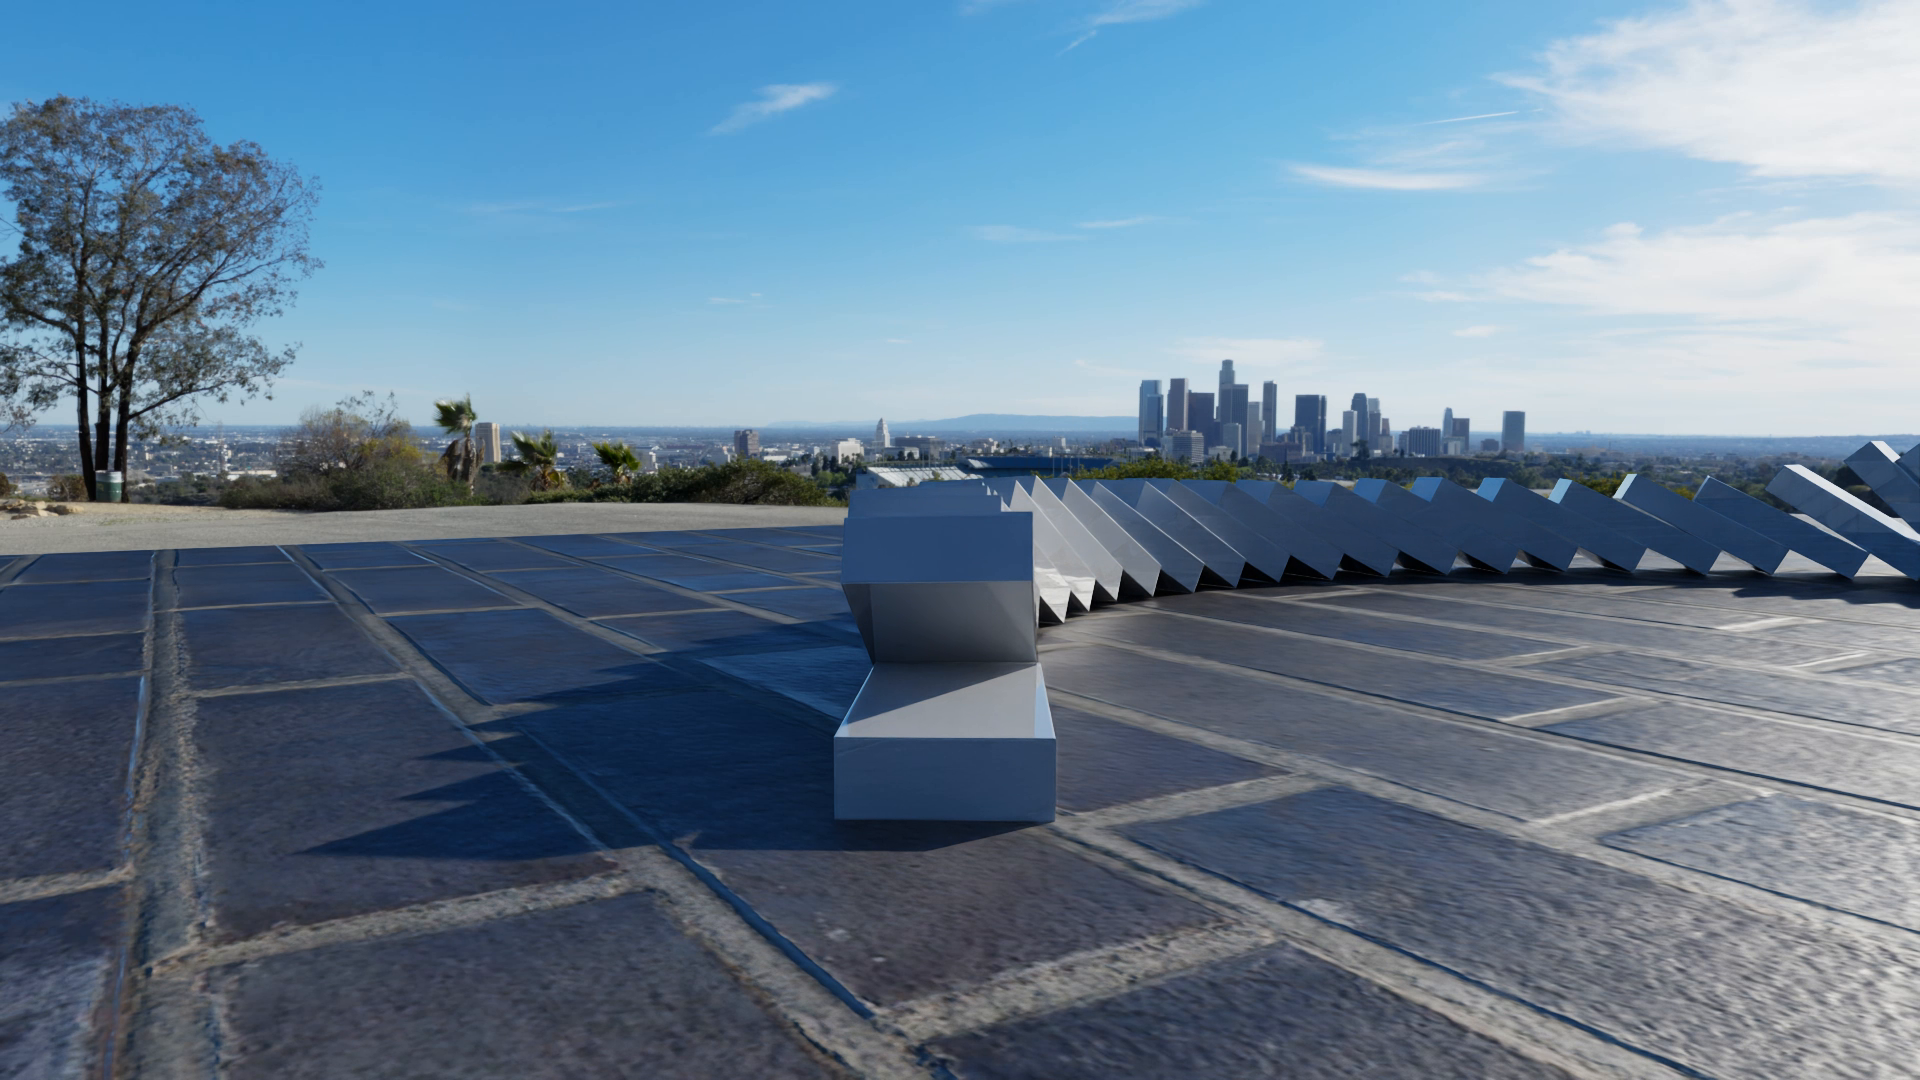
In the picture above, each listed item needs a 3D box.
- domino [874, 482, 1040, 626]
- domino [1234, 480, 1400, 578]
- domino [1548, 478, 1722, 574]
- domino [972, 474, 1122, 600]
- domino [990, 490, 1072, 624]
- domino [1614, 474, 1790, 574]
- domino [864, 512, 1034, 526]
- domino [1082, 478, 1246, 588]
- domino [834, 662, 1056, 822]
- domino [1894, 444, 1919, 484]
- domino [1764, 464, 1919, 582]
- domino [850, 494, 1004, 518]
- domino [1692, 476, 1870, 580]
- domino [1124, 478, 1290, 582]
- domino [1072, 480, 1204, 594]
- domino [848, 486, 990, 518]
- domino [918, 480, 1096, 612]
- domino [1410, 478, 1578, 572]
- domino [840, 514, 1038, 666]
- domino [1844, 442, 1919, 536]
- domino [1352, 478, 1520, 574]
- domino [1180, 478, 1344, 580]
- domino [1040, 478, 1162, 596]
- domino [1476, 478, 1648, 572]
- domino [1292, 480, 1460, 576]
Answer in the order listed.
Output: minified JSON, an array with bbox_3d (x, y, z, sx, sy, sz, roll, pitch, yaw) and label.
[{"bbox_3d":[-0.001,0.005,0.267,0.025,0.010,0.050,-3,-27,16],"label":"domino"},{"bbox_3d":[0.113,-0.004,0.414,0.050,0.009,0.025,27,-3,-16],"label":"domino"},{"bbox_3d":[0.226,-0.005,0.432,0.050,0.010,0.025,28,11,13],"label":"domino"},{"bbox_3d":[0.019,0.001,0.324,0.025,0.009,0.050,-2,-28,33],"label":"domino"},{"bbox_3d":[0.005,0.004,0.291,0.025,0.009,0.050,2,-25,27],"label":"domino"},{"bbox_3d":[0.246,-0.006,0.428,0.050,0.009,0.025,31,13,17],"label":"domino"},{"bbox_3d":[-0.001,0.010,0.211,0.025,0.009,0.050,0,-25,1],"label":"domino"},{"bbox_3d":[0.058,-0.002,0.375,0.050,0.009,0.025,33,-17,-36],"label":"domino"},{"bbox_3d":[-0.001,0.025,0.170,0.025,0.010,0.050,0,4,2],"label":"domino"},{"bbox_3d":[0.318,-0.009,0.399,0.025,0.050,0.010,-3,-37,-41],"label":"domino"},{"bbox_3d":[0.290,-0.006,0.416,0.025,0.009,0.050,-4,39,-46],"label":"domino"},{"bbox_3d":[-0.003,0.008,0.231,0.025,0.009,0.050,0,-27,7],"label":"domino"},{"bbox_3d":[0.269,-0.005,0.422,0.050,0.009,0.025,33,19,23],"label":"domino"},{"bbox_3d":[0.074,-0.003,0.391,0.050,0.009,0.025,29,-11,-26],"label":"domino"},{"bbox_3d":[0.044,-0.001,0.362,0.050,0.009,0.025,33,-17,-35],"label":"domino"},{"bbox_3d":[-0.003,0.006,0.248,0.025,0.009,0.050,-2,-27,10],"label":"domino"},{"bbox_3d":[0.011,0.002,0.308,0.025,0.009,0.050,1,-27,29],"label":"domino"},{"bbox_3d":[0.178,-0.006,0.432,0.050,0.009,0.025,27,3,0],"label":"domino"},{"bbox_3d":[-0.001,0.012,0.190,0.025,0.010,0.050,-1,-25,4],"label":"domino"},{"bbox_3d":[0.306,-0.010,0.406,0.025,0.050,0.010,-5,-36,-47],"label":"domino"},{"bbox_3d":[0.158,-0.005,0.429,0.050,0.010,0.025,26,3,-4],"label":"domino"},{"bbox_3d":[0.093,-0.003,0.403,0.050,0.010,0.025,28,-8,-23],"label":"domino"},{"bbox_3d":[0.030,0.000,0.343,0.025,0.010,0.050,1,-26,40],"label":"domino"},{"bbox_3d":[0.201,-0.005,0.433,0.050,0.010,0.025,27,6,5],"label":"domino"},{"bbox_3d":[0.135,-0.004,0.422,0.050,0.010,0.025,26,-2,-13],"label":"domino"}]
